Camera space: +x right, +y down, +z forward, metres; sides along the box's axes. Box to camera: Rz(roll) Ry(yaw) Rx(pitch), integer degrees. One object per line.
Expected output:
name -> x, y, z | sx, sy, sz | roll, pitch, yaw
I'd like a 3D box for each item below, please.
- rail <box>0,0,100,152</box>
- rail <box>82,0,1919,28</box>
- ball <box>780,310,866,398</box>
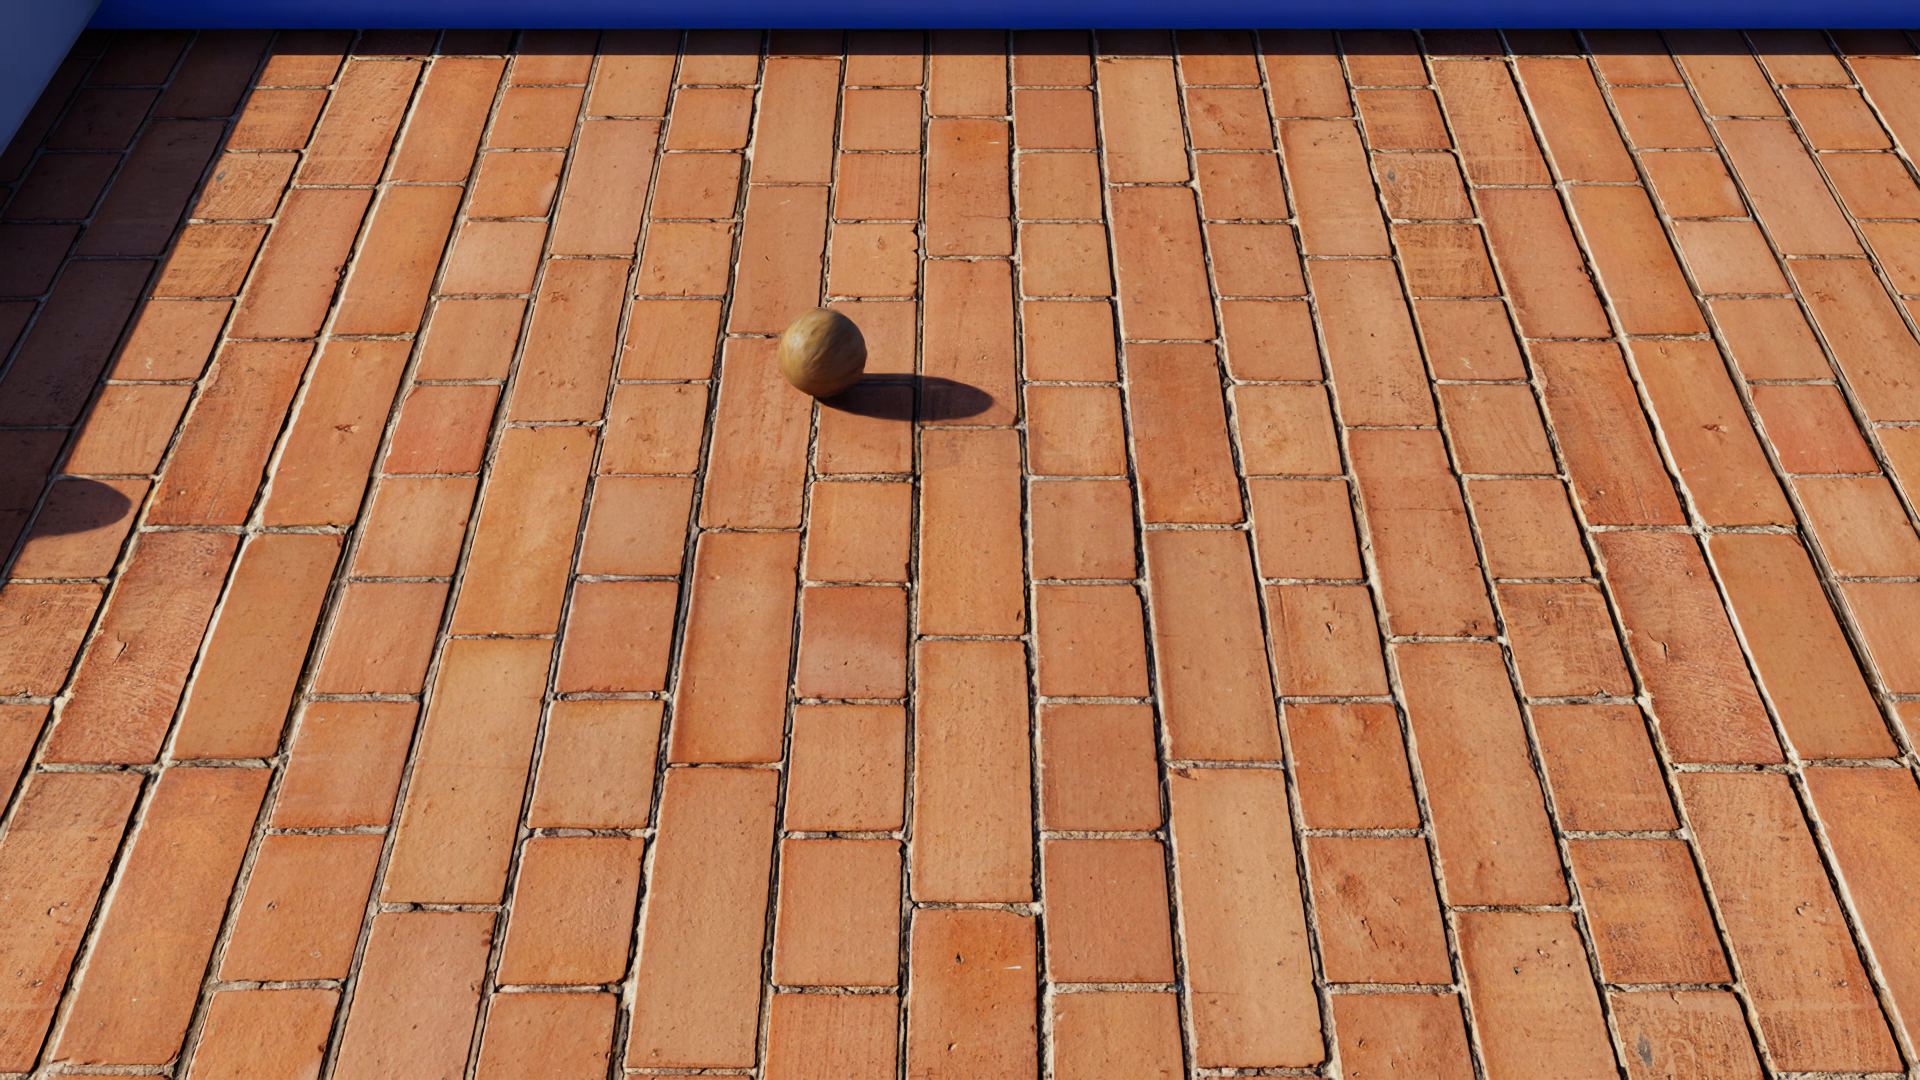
rail -> -0.813, -0.016, 1.693 | 0.045, 0.105, 1.753 | 0, 36, 0
rail -> 0.836, -0.516, 2.384 | 3.345, 0.105, 0.045 | 0, 36, 0
ball -> -0.101, -0.138, 1.897 | 0.065, 0.065, 0.065 | 0, 36, 0
